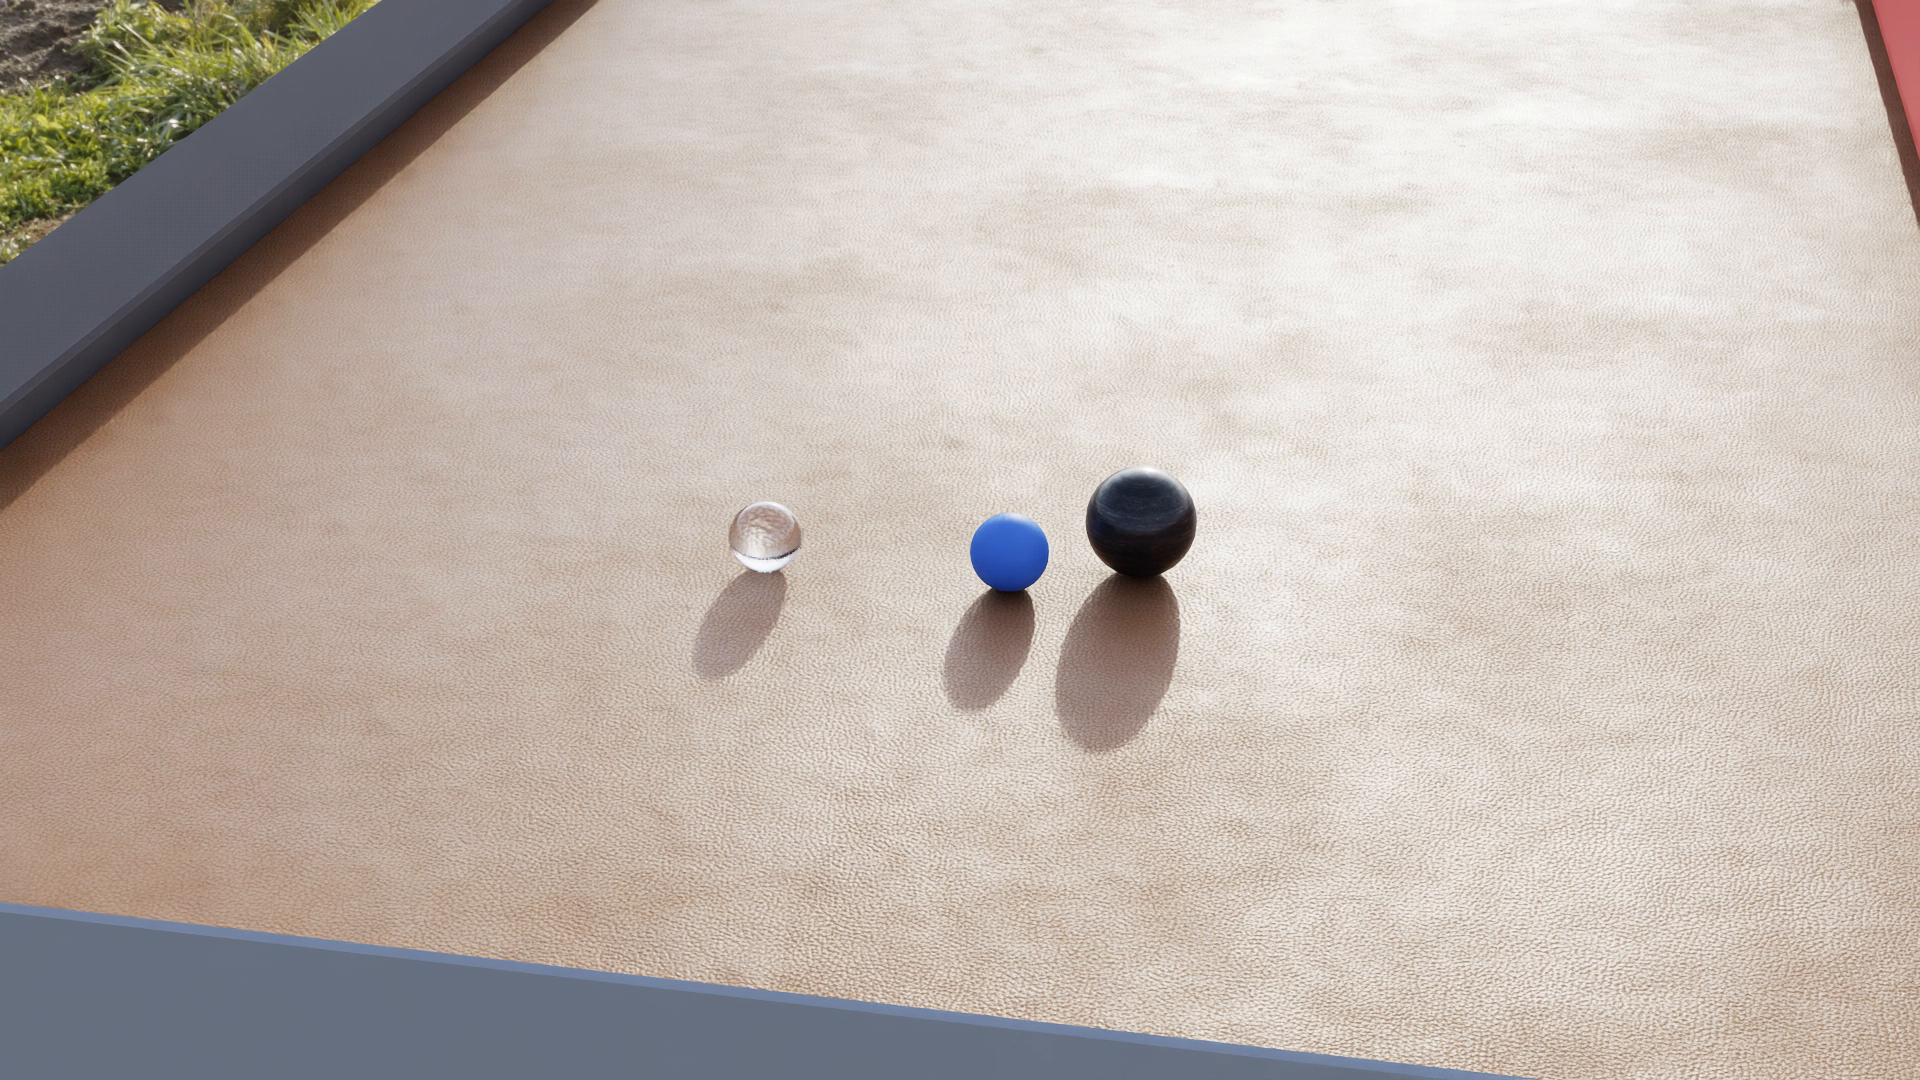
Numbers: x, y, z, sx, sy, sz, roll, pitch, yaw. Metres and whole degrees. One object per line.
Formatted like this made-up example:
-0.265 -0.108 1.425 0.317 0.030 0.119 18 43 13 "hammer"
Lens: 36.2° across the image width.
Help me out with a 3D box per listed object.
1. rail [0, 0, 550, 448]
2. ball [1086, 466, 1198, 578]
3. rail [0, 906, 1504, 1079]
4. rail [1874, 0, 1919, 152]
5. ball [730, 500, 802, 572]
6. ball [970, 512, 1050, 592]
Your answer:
-0.547 -0.372 2.600 0.045 0.124 2.658 5 26 10 "rail"
0.118 -0.012 1.908 0.073 0.073 0.073 0 26 0 "ball"
-0.126 0.238 1.322 1.429 0.124 0.045 5 26 10 "rail"
0.808 -0.255 2.355 0.045 0.124 2.658 5 26 10 "rail"
-0.127 -0.002 1.917 0.047 0.047 0.047 0 26 0 "ball"
0.032 0.008 1.891 0.051 0.051 0.051 0 26 0 "ball"
